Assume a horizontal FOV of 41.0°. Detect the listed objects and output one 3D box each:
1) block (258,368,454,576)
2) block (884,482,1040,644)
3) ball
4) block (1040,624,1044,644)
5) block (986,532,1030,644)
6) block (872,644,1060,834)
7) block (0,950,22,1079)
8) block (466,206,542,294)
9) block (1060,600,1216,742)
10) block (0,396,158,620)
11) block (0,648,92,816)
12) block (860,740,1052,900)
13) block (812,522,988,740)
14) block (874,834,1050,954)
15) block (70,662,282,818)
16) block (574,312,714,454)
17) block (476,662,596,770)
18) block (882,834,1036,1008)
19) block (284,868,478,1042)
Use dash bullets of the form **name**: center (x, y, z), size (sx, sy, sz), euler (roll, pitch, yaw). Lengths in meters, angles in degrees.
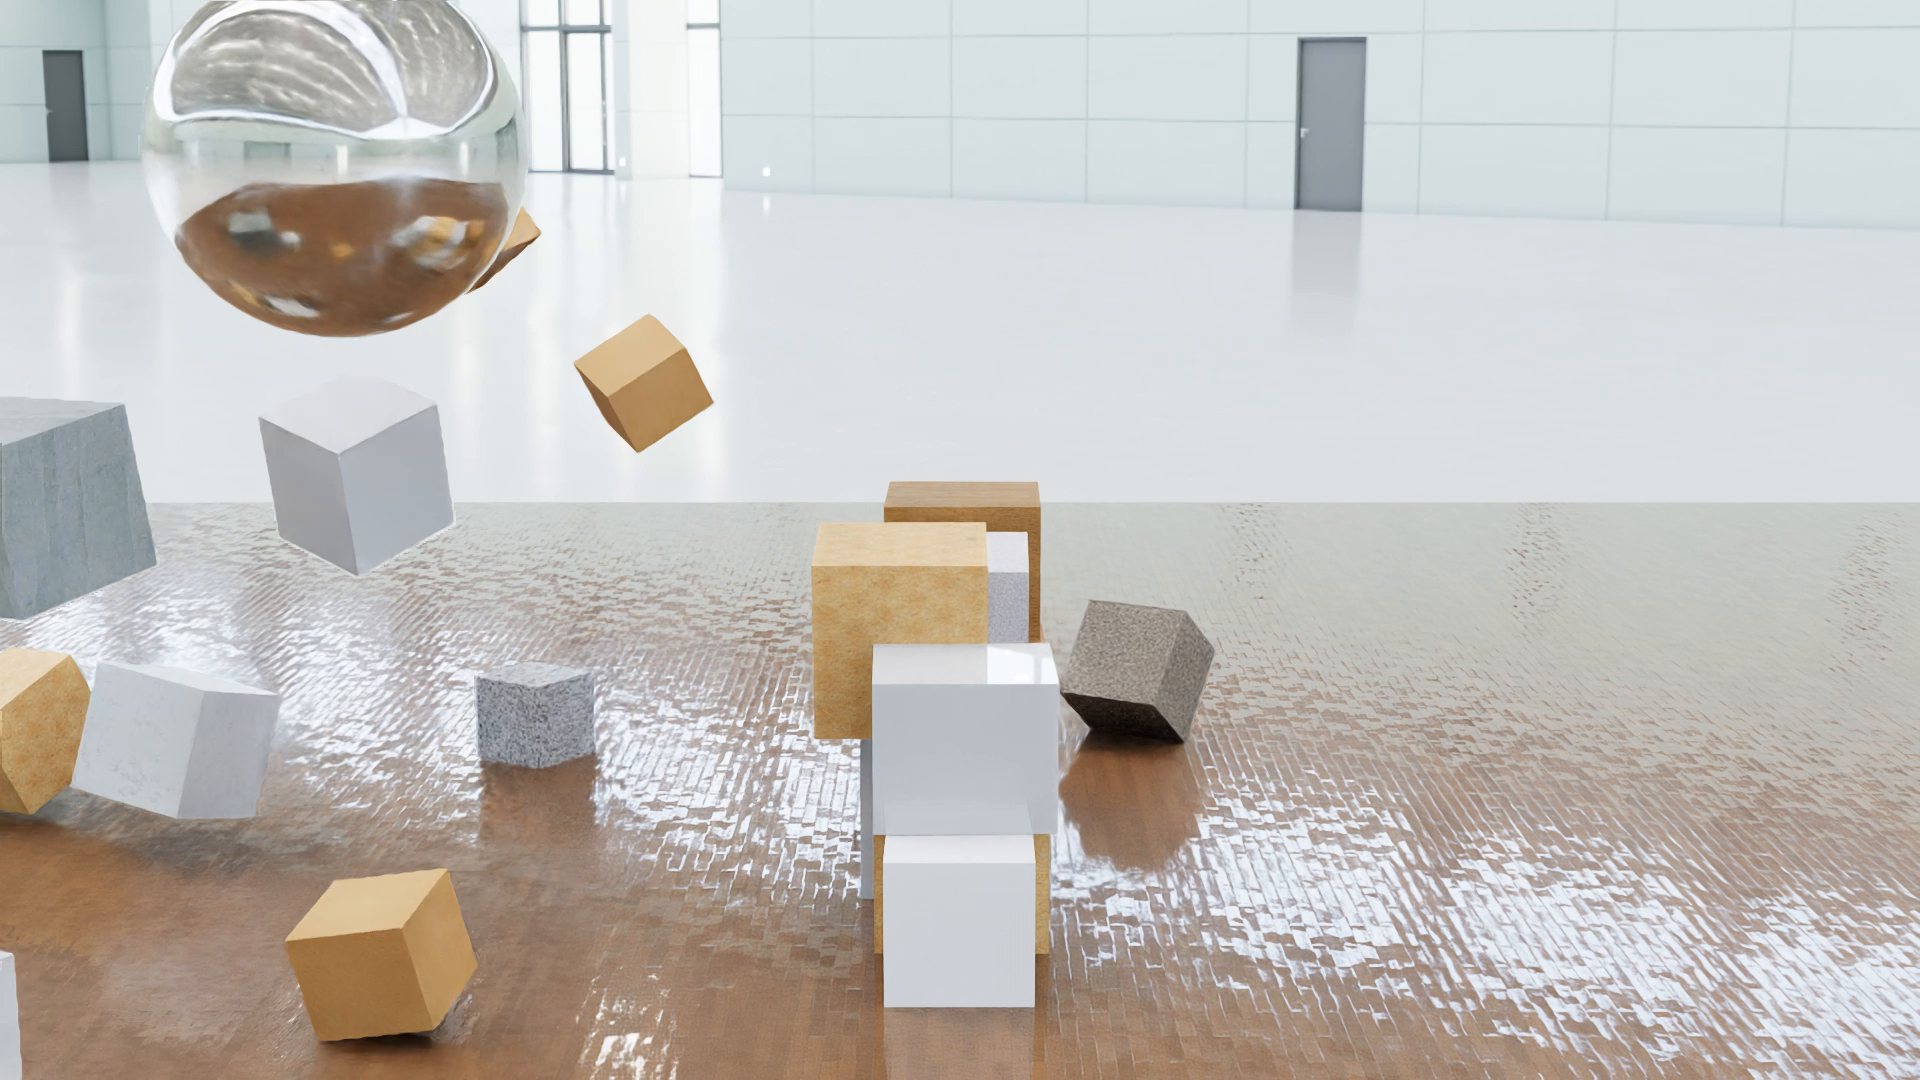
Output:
- **block**: center (-3.113, -0.361, 13.268), size (0.623, 0.726, 0.650), euler (23, 39, 32)
- **block**: center (0.015, 0.114, 12.183), size (0.720, 0.675, 0.752), euler (0, 10, 1)
- **ball**: center (-2.639, -1.653, 10.880), size (1.600, 1.600, 1.600), euler (0, 10, 0)
- **block**: center (-0.017, 0.903, 12.162), size (0.831, 0.871, 0.780), euler (0, 10, 0)
- **block**: center (-0.009, 0.317, 11.495), size (0.624, 0.557, 0.585), euler (0, 17, 1)
- **block**: center (0.014, 0.787, 10.262), size (0.722, 0.607, 0.627), euler (0, 12, -1)
- **block**: center (-3.615, 1.689, 8.913), size (0.497, 0.488, 0.434), euler (7, 12, 32)
- **block**: center (-2.516, -1.505, 12.626), size (0.521, 0.499, 0.557), euler (-33, 3, 35)
- **block**: center (0.946, 0.698, 13.707), size (0.574, 0.555, 0.462), euler (6, -26, 32)
- **block**: center (-3.617, -0.136, 9.793), size (0.701, 0.648, 0.657), euler (5, 20, 31)
- **block**: center (-4.545, 0.918, 12.397), size (0.498, 0.529, 0.585), euler (3, 35, 35)
- **block**: center (-0.012, 1.074, 11.375), size (0.820, 0.817, 0.806), euler (0, 10, 1)
- **block**: center (-0.246, 0.374, 10.845), size (0.716, 0.745, 0.677), euler (0, 16, 0)
- **block**: center (0.007, 1.323, 10.655), size (0.706, 0.585, 0.683), euler (0, 10, 0)
- **block**: center (-3.580, 0.917, 11.738), size (0.605, 0.580, 0.562), euler (12, -1, 22)
- **block**: center (-1.505, -0.747, 12.213), size (0.440, 0.368, 0.400), euler (-35, 42, -12)
- **block**: center (-2.208, 0.909, 13.358), size (0.431, 0.432, 0.421), euler (6, 12, 32)
- **block**: center (-0.003, 1.445, 10.017), size (0.575, 0.572, 0.595), euler (0, 10, 0)
- **block**: center (-2.137, 1.535, 9.507), size (0.468, 0.424, 0.452), euler (-8, 19, 14)
